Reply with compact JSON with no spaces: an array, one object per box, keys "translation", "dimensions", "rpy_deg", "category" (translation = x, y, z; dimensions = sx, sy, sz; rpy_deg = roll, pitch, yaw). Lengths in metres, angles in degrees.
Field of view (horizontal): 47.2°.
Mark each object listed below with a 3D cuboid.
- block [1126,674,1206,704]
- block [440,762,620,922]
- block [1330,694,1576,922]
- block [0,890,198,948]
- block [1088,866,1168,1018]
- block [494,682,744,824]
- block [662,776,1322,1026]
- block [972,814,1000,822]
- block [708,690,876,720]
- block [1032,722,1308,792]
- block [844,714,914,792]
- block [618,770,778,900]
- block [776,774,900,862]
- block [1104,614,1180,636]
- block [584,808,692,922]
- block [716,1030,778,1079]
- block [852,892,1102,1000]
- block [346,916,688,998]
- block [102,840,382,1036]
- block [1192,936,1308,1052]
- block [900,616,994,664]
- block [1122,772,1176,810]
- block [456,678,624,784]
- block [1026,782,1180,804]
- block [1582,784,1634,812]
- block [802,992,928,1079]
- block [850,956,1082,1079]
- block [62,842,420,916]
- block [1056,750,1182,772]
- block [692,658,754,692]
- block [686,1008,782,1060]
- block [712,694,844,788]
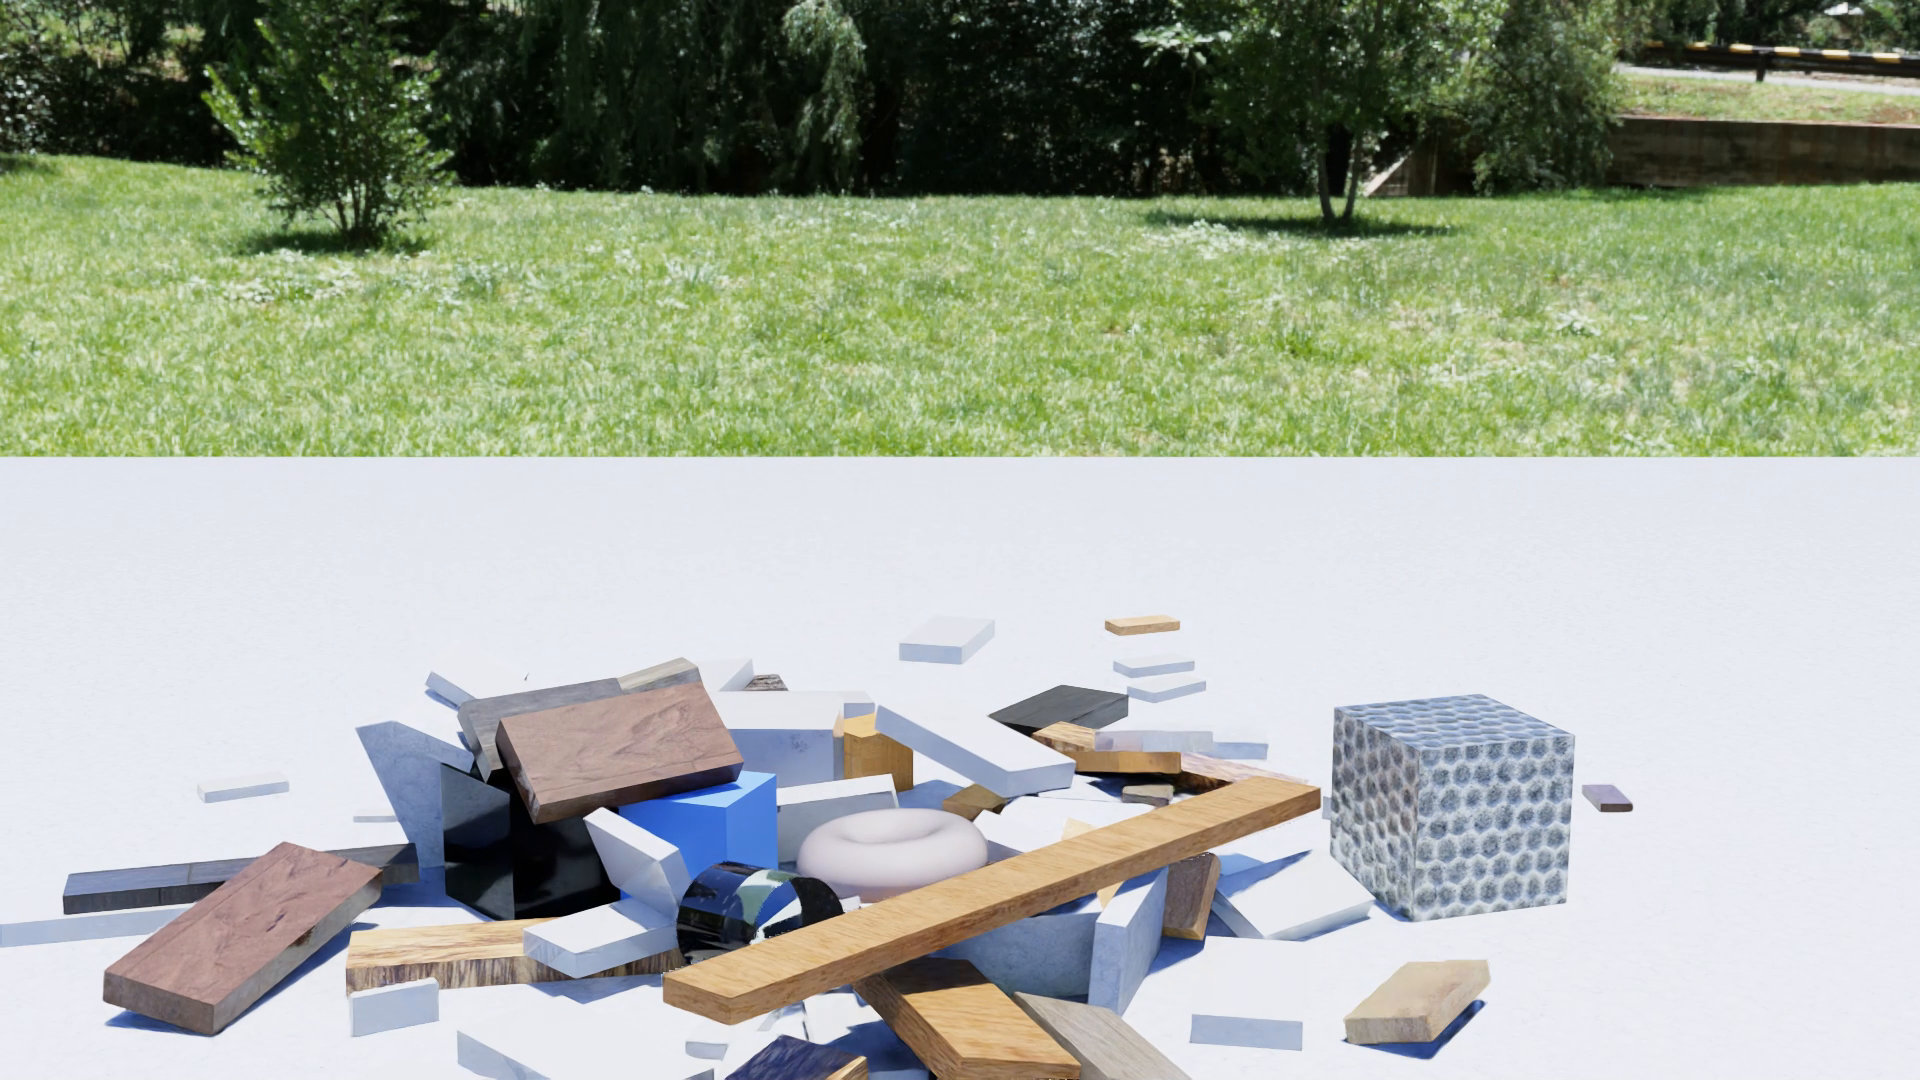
[{"translation":[0.467,0.335,4.973],"dimensions":[0.172,0.024,0.086],"rpy_deg":[-9,14,-41],"category":"block"},{"translation":[-0.697,0.481,3.634],"dimensions":[0.226,0.226,0.226],"rpy_deg":[-9,14,-40],"category":"block"},{"translation":[0.819,0.441,3.686],"dimensions":[0.286,0.286,0.286],"rpy_deg":[-3,11,-18],"category":"block"},{"translation":[-1.637,0.611,3.451],"dimensions":[1.338,0.039,0.138],"rpy_deg":[-3,11,-16],"category":"block"},{"translation":[0.250,0.588,3.252],"dimensions":[0.043,0.153,0.306],"rpy_deg":[8,12,16],"category":"block"},{"translation":[-0.549,0.340,3.556],"dimensions":[0.356,0.050,0.178],"rpy_deg":[-9,50,-33],"category":"block"},{"translation":[0.111,0.488,3.154],"dimensions":[0.125,0.035,1.294],"rpy_deg":[7,11,41],"category":"block"},{"translation":[0.132,0.514,4.021],"dimensions":[0.212,0.020,0.071],"rpy_deg":[-5,12,-27],"category":"block"},{"translation":[-0.354,0.345,4.566],"dimensions":[0.337,0.039,0.138],"rpy_deg":[1,6,-12],"category":"block"},{"translation":[0.403,0.438,4.299],"dimensions":[0.548,0.032,0.113],"rpy_deg":[11,15,31],"category":"block"},{"translation":[-0.178,0.419,4.249],"dimensions":[0.125,0.125,0.125],"rpy_deg":[-9,14,-39],"category":"block"},{"translation":[-0.431,0.498,3.635],"dimensions":[0.194,0.194,0.194],"rpy_deg":[4,11,19],"category":"block"},{"translation":[-0.242,0.481,3.767],"dimensions":[0.276,0.138,0.039],"rpy_deg":[-8,39,4],"category":"block"},{"translation":[0.465,0.217,5.609],"dimensions":[0.172,0.024,0.086],"rpy_deg":[-4,11,-23],"category":"block"},{"translation":[-0.482,0.498,3.354],"dimensions":[0.035,0.125,0.249],"rpy_deg":[-31,25,-28],"category":"block"},{"translation":[-0.286,0.702,2.946],"dimensions":[0.061,0.017,0.121],"rpy_deg":[1,23,8],"category":"block"},{"translation":[0.023,0.592,3.176],"dimensions":[0.345,0.172,0.049],"rpy_deg":[-2,37,-12],"category":"block"},{"translation":[-0.670,0.627,3.351],"dimensions":[0.504,0.044,0.155],"rpy_deg":[-2,11,-12],"category":"block"},{"translation":[-1.070,0.591,3.316],"dimensions":[0.178,0.050,0.466],"rpy_deg":[14,19,12],"category":"block"},{"translation":[0.424,0.655,3.198],"dimensions":[0.153,0.043,0.306],"rpy_deg":[2,11,10],"category":"block"},{"translation":[-0.029,0.245,5.407],"dimensions":[0.156,0.044,0.312],"rpy_deg":[3,11,15],"category":"block"},{"translation":[0.346,0.461,4.035],"dimensions":[0.086,0.024,0.173],"rpy_deg":[7,8,8],"category":"block"},{"translation":[-0.668,0.311,3.608],"dimensions":[0.276,0.039,0.138],"rpy_deg":[-8,53,-35],"category":"block"},{"translation":[0.265,0.482,4.054],"dimensions":[0.269,0.038,0.133],"rpy_deg":[5,8,-10],"category":"block"},{"translation":[1.225,0.489,4.165],"dimensions":[0.061,0.017,0.121],"rpy_deg":[0,11,-1],"category":"block"},{"translation":[-0.133,0.691,3.016],"dimensions":[0.137,0.039,0.274],"rpy_deg":[-2,11,-10],"category":"block"},{"translation":[0.001,0.636,2.900],"dimensions":[0.172,0.049,0.345],"rpy_deg":[11,8,-27],"category":"block"},{"translation":[-1.164,0.550,3.582],"dimensions":[0.545,0.032,0.113],"rpy_deg":[-3,11,-17],"category":"block"},{"translation":[0.288,0.417,4.146],"dimensions":[0.133,0.038,0.266],"rpy_deg":[3,-6,-27],"category":"block"},{"translation":[-0.582,0.333,4.829],"dimensions":[0.169,0.048,0.338],"rpy_deg":[-4,12,12],"category":"block"},{"translation":[-0.317,0.685,3.092],"dimensions":[0.086,0.024,0.173],"rpy_deg":[2,11,12],"category":"block"},{"translation":[-0.335,0.420,3.932],"dimensions":[0.237,0.237,0.237],"rpy_deg":[0,11,1],"category":"block"}]
